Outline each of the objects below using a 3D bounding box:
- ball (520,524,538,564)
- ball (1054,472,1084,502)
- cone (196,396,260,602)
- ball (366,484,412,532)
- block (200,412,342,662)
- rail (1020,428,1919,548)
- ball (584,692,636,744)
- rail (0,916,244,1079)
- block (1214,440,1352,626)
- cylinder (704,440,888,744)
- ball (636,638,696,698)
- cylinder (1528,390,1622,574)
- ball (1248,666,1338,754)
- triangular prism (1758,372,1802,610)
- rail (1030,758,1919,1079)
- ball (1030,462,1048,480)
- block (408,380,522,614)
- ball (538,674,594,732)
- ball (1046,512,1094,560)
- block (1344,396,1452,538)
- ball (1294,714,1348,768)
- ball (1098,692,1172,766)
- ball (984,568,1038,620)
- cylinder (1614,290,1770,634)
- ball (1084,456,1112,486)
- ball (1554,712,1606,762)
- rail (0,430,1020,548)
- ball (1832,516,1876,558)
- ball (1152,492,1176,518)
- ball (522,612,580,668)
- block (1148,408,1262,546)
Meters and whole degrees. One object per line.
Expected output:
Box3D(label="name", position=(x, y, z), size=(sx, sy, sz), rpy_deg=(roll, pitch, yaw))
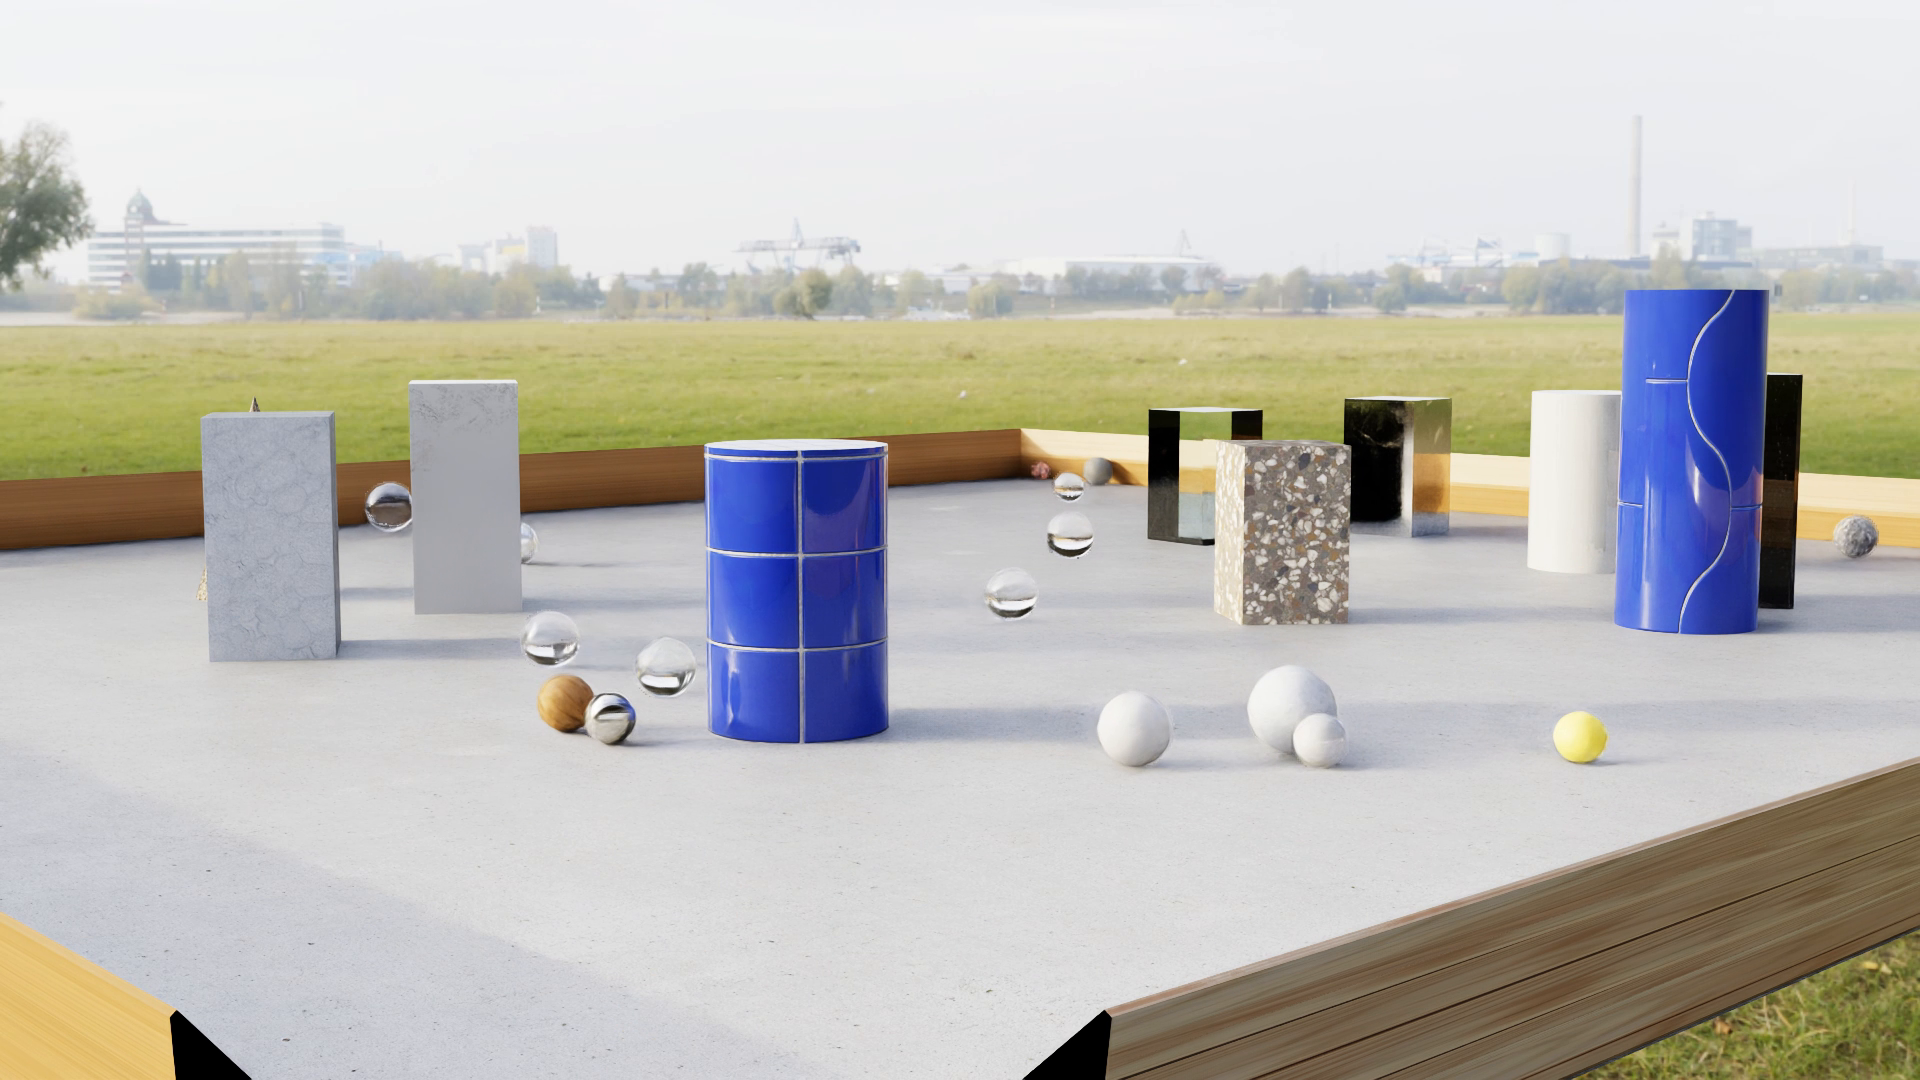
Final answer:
Box3D(label="ball", position=(-0.776, 0.006, 3.856), size=(0.072, 0.072, 0.072), rpy_deg=(0, 6, 0))
Box3D(label="ball", position=(0.251, -0.121, 5.064), size=(0.071, 0.071, 0.071), rpy_deg=(0, 6, 0))
Box3D(label="cone", position=(-1.092, -0.070, 3.420), size=(0.193, 0.313, 0.193), rpy_deg=(0, 6, 0))
Box3D(label="ball", position=(-1.143, -0.065, 4.411), size=(0.096, 0.096, 0.096), rpy_deg=(0, 6, 0))
Box3D(label="block", position=(-0.892, -0.009, 2.858), size=(0.155, 0.309, 0.155), rpy_deg=(-1, 6, -13))
Box3D(label="rail", position=(1.342, -0.097, 4.564), size=(0.045, 0.126, 3.531), rpy_deg=(-6, 8, -42))
Box3D(label="ball", position=(-0.359, 0.183, 2.259), size=(0.054, 0.054, 0.054), rpy_deg=(0, 6, 0))
Box3D(label="rail", position=(-1.342, 0.162, 2.100), size=(0.045, 0.126, 3.531), rpy_deg=(-6, 8, -42))
Box3D(label="block", position=(0.464, -0.014, 3.178), size=(0.155, 0.253, 0.155), rpy_deg=(-1, 6, -8))
Box3D(label="cylinder", position=(-0.173, 0.050, 2.336), size=(0.193, 0.302, 0.193), rpy_deg=(0, 6, 0))
Box3D(label="ball", position=(-0.337, 0.147, 2.525), size=(0.069, 0.069, 0.069), rpy_deg=(0, 6, 0))
Box3D(label="cylinder", position=(1.081, -0.103, 3.789), size=(0.193, 0.302, 0.193), rpy_deg=(0, 6, 0))
Box3D(label="ball", position=(0.334, 0.170, 2.209), size=(0.089, 0.089, 0.089), rpy_deg=(0, 6, 0))
Box3D(label="triangular prism", position=(1.185, -0.080, 3.351), size=(0.167, 0.349, 0.145), rpy_deg=(2, 6, 20))
Box3D(label="rail", position=(1.181, 0.166, 2.059), size=(3.700, 0.126, 0.045), rpy_deg=(-6, 8, -42))
Box3D(label="ball", position=(0.208, -0.182, 5.751), size=(0.049, 0.049, 0.049), rpy_deg=(0, 6, 0))
Box3D(label="block", position=(-0.739, -0.068, 3.289), size=(0.155, 0.337, 0.155), rpy_deg=(-1, 6, -12))
Box3D(label="ball", position=(-0.416, 0.173, 2.323), size=(0.060, 0.060, 0.060), rpy_deg=(0, 6, 0))
Box3D(label="ball", position=(0.197, -0.009, 3.926), size=(0.086, 0.086, 0.086), rpy_deg=(0, 6, 0))
Box3D(label="block", position=(0.872, -0.149, 4.387), size=(0.155, 0.268, 0.155), rpy_deg=(5, 8, 40))
Box3D(label="ball", position=(0.351, 0.195, 2.140), size=(0.053, 0.053, 0.053), rpy_deg=(0, 6, 0))
Box3D(label="ball", position=(0.171, 0.184, 2.149), size=(0.073, 0.073, 0.073), rpy_deg=(0, 6, 0))
Box3D(label="ball", position=(0.073, 0.078, 3.148), size=(0.075, 0.075, 0.075), rpy_deg=(0, 6, 0))
Box3D(label="cylinder", position=(1.026, -0.114, 3.087), size=(0.193, 0.471, 0.193), rpy_deg=(0, 6, 0))
Box3D(label="ball", position=(0.349, -0.174, 5.562), size=(0.074, 0.074, 0.074), rpy_deg=(0, 6, 0))
Box3D(label="ball", position=(0.611, 0.194, 2.165), size=(0.050, 0.050, 0.050), rpy_deg=(0, 6, 0))
Box3D(label="rail", position=(-1.181, -0.101, 4.605), size=(3.700, 0.126, 0.045), rpy_deg=(-6, 8, -42))
Box3D(label="ball", position=(1.610, -0.006, 3.956), size=(0.074, 0.074, 0.074), rpy_deg=(0, 6, 0))
Box3D(label="ball", position=(0.437, -0.076, 4.713), size=(0.055, 0.055, 0.055), rpy_deg=(0, 6, 0))
Box3D(label="ball", position=(-0.508, 0.124, 2.730), size=(0.071, 0.071, 0.071), rpy_deg=(0, 6, 0))
Box3D(label="block", position=(0.472, -0.125, 4.242), size=(0.155, 0.252, 0.155), rpy_deg=(-4, 7, -37))
